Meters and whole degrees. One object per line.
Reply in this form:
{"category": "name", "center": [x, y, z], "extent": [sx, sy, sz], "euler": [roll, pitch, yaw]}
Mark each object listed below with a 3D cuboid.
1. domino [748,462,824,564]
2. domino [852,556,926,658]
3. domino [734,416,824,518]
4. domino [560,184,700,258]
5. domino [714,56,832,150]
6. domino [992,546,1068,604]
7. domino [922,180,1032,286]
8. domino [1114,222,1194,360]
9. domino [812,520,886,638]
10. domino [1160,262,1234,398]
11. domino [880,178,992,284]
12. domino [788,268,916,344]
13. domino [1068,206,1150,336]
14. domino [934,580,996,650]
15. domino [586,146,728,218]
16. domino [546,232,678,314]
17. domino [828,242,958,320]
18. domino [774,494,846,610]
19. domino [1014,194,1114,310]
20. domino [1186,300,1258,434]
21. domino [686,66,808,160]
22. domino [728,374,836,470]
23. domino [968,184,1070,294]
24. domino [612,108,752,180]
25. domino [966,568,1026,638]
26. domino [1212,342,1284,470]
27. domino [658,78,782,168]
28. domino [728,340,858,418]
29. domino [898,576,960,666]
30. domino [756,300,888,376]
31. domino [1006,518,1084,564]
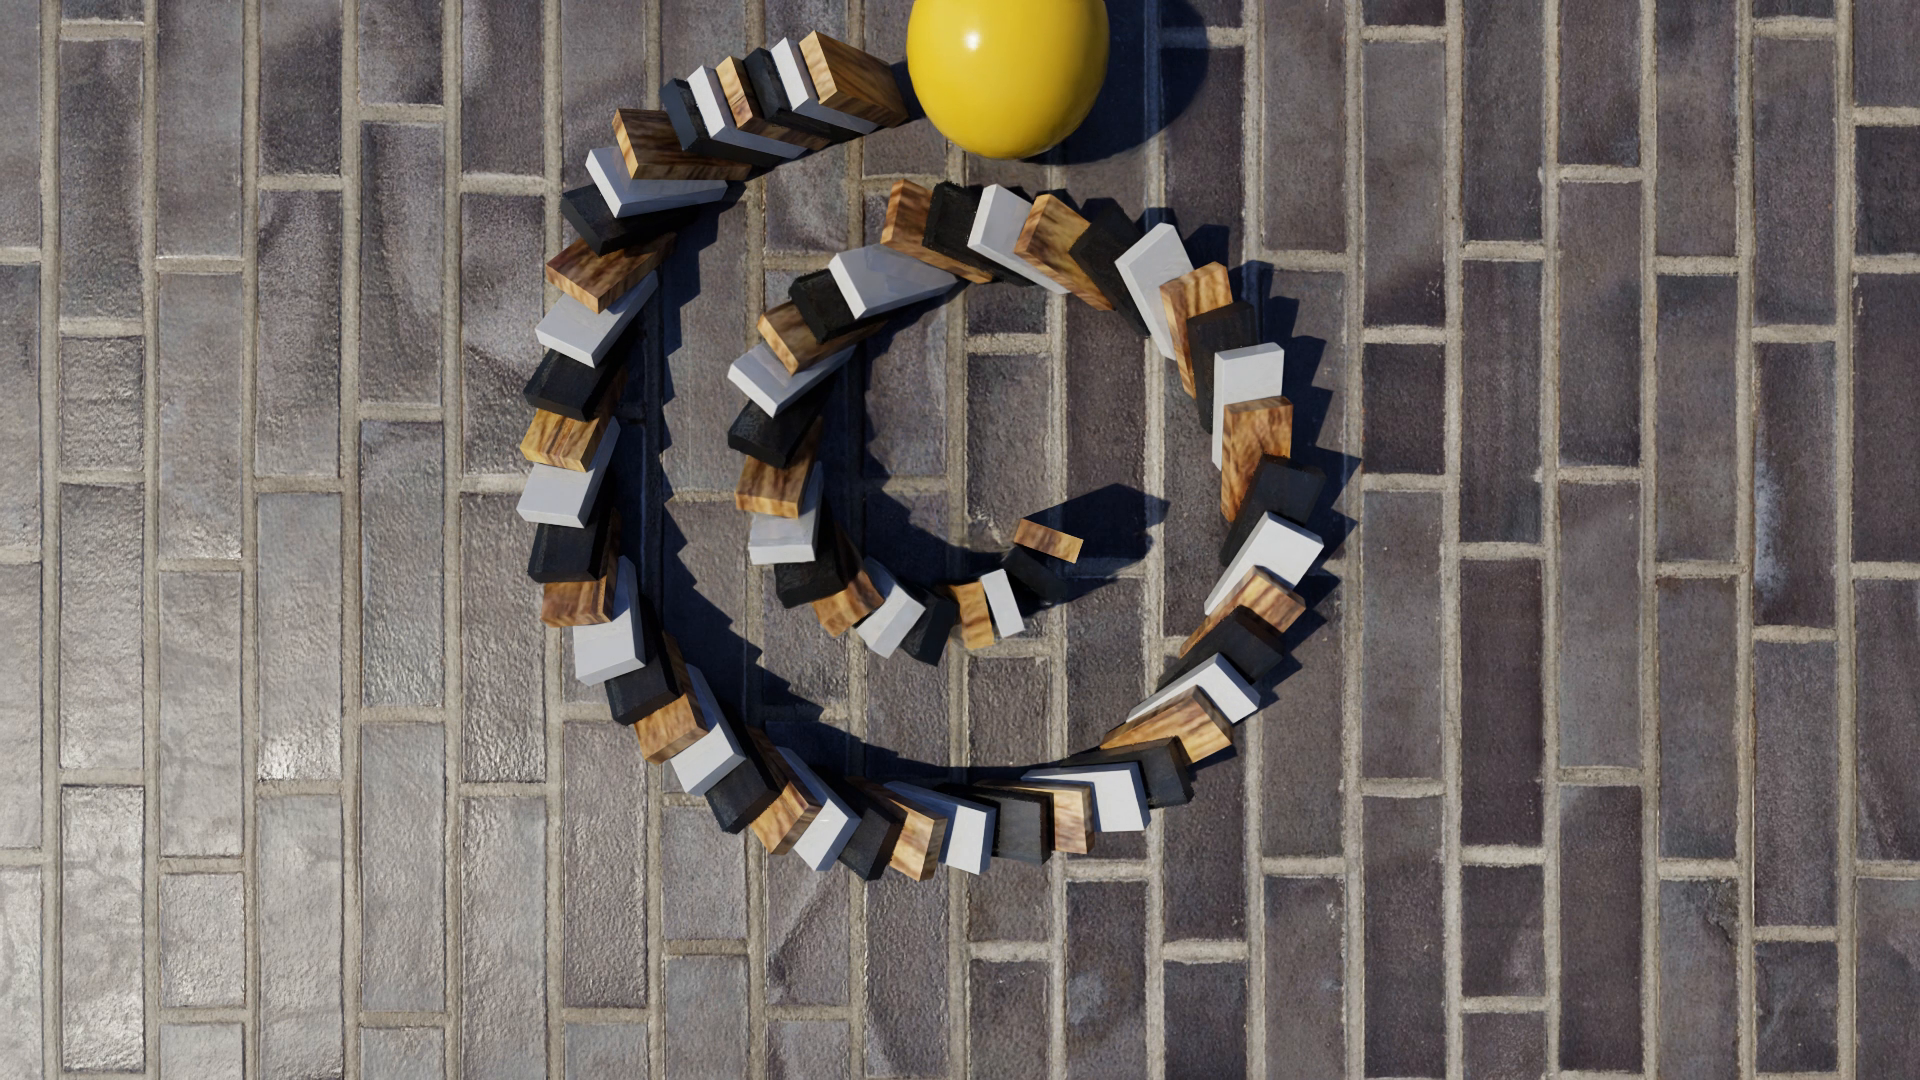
{"category": "domino", "center": [-0.071, -0.012, 0.379], "extent": [0.025, 0.010, 0.050], "euler": [-3, 45, 0]}
{"category": "domino", "center": [-0.034, 0.026, 0.376], "extent": [0.009, 0.050, 0.025], "euler": [37, 90, -30]}
{"category": "domino", "center": [-0.074, -0.033, 0.381], "extent": [0.025, 0.009, 0.050], "euler": [9, 51, 0]}
{"category": "domino", "center": [-0.136, -0.138, 0.381], "extent": [0.025, 0.009, 0.050], "euler": [50, 51, 0]}
{"category": "domino", "center": [-0.075, -0.178, 0.376], "extent": [0.010, 0.050, 0.025], "euler": [-21, 90, 33]}
{"category": "domino", "center": [0.027, 0.015, 0.375], "extent": [0.025, 0.050, 0.009], "euler": [37, 86, 0]}
{"category": "domino", "center": [0.010, -0.127, 0.382], "extent": [0.050, 0.009, 0.025], "euler": [12, 89, -33]}
{"category": "domino", "center": [0.086, -0.103, 0.381], "extent": [0.025, 0.010, 0.050], "euler": [-41, 125, -3]}
{"category": "domino", "center": [-0.051, 0.015, 0.378], "extent": [0.025, 0.050, 0.010], "euler": [-35, 132, 0]}
{"category": "domino", "center": [0.102, -0.087, 0.382], "extent": [0.025, 0.010, 0.050], "euler": [-24, 123, 0]}
{"category": "domino", "center": [-0.007, -0.128, 0.382], "extent": [0.050, 0.010, 0.025], "euler": [12, 89, -33]}
{"category": "domino", "center": [-0.044, -0.102, 0.382], "extent": [0.050, 0.009, 0.025], "euler": [-31, 88, -35]}
{"category": "domino", "center": [0.070, -0.112, 0.383], "extent": [0.050, 0.009, 0.025], "euler": [40, 90, -30]}
{"category": "domino", "center": [0.001, 0.030, 0.374], "extent": [0.010, 0.050, 0.025], "euler": [-12, 91, -13]}
{"category": "domino", "center": [-0.125, -0.151, 0.381], "extent": [0.050, 0.009, 0.025], "euler": [-29, 89, -38]}
{"category": "domino", "center": [-0.144, -0.118, 0.383], "extent": [0.025, 0.010, 0.050], "euler": [34, 57, 0]}
{"category": "domino", "center": [-0.027, -0.111, 0.382], "extent": [0.050, 0.009, 0.025], "euler": [-27, 90, -35]}
{"category": "domino", "center": [-0.064, 0.004, 0.378], "extent": [0.025, 0.050, 0.010], "euler": [-19, 133, 1]}
{"category": "domino", "center": [0.048, -0.119, 0.383], "extent": [0.050, 0.010, 0.025], "euler": [24, 89, -32]}
{"category": "domino", "center": [0.111, -0.071, 0.382], "extent": [0.025, 0.009, 0.050], "euler": [-19, 123, -2]}
{"category": "domino", "center": [-0.086, -0.175, 0.376], "extent": [0.010, 0.050, 0.025], "euler": [-21, 90, 33]}
{"category": "domino", "center": [-0.074, -0.054, 0.382], "extent": [0.025, 0.010, 0.050], "euler": [23, 55, 0]}
{"category": "domino", "center": [0.029, -0.125, 0.382], "extent": [0.050, 0.010, 0.025], "euler": [17, 88, -33]}
{"category": "domino", "center": [-0.114, -0.163, 0.380], "extent": [0.050, 0.009, 0.025], "euler": [-17, 84, -37]}
{"category": "domino", "center": [0.014, 0.025, 0.375], "extent": [0.010, 0.050, 0.025], "euler": [-19, 90, -7]}
{"category": "domino", "center": [0.119, -0.055, 0.382], "extent": [0.025, 0.010, 0.050], "euler": [-11, 123, -3]}
{"category": "domino", "center": [-0.097, -0.170, 0.376], "extent": [0.009, 0.050, 0.025], "euler": [-23, 90, 33]}
{"category": "domino", "center": [-0.069, -0.075, 0.382], "extent": [0.025, 0.009, 0.050], "euler": [43, 56, 1]}
{"category": "domino", "center": [-0.018, 0.032, 0.375], "extent": [0.009, 0.050, 0.025], "euler": [20, 91, -23]}
{"category": "domino", "center": [-0.057, -0.091, 0.382], "extent": [0.050, 0.009, 0.025], "euler": [-36, 90, -34]}
{"category": "domino", "center": [0.034, 0.000, 0.375], "extent": [0.025, 0.050, 0.010], "euler": [19, 90, 0]}
